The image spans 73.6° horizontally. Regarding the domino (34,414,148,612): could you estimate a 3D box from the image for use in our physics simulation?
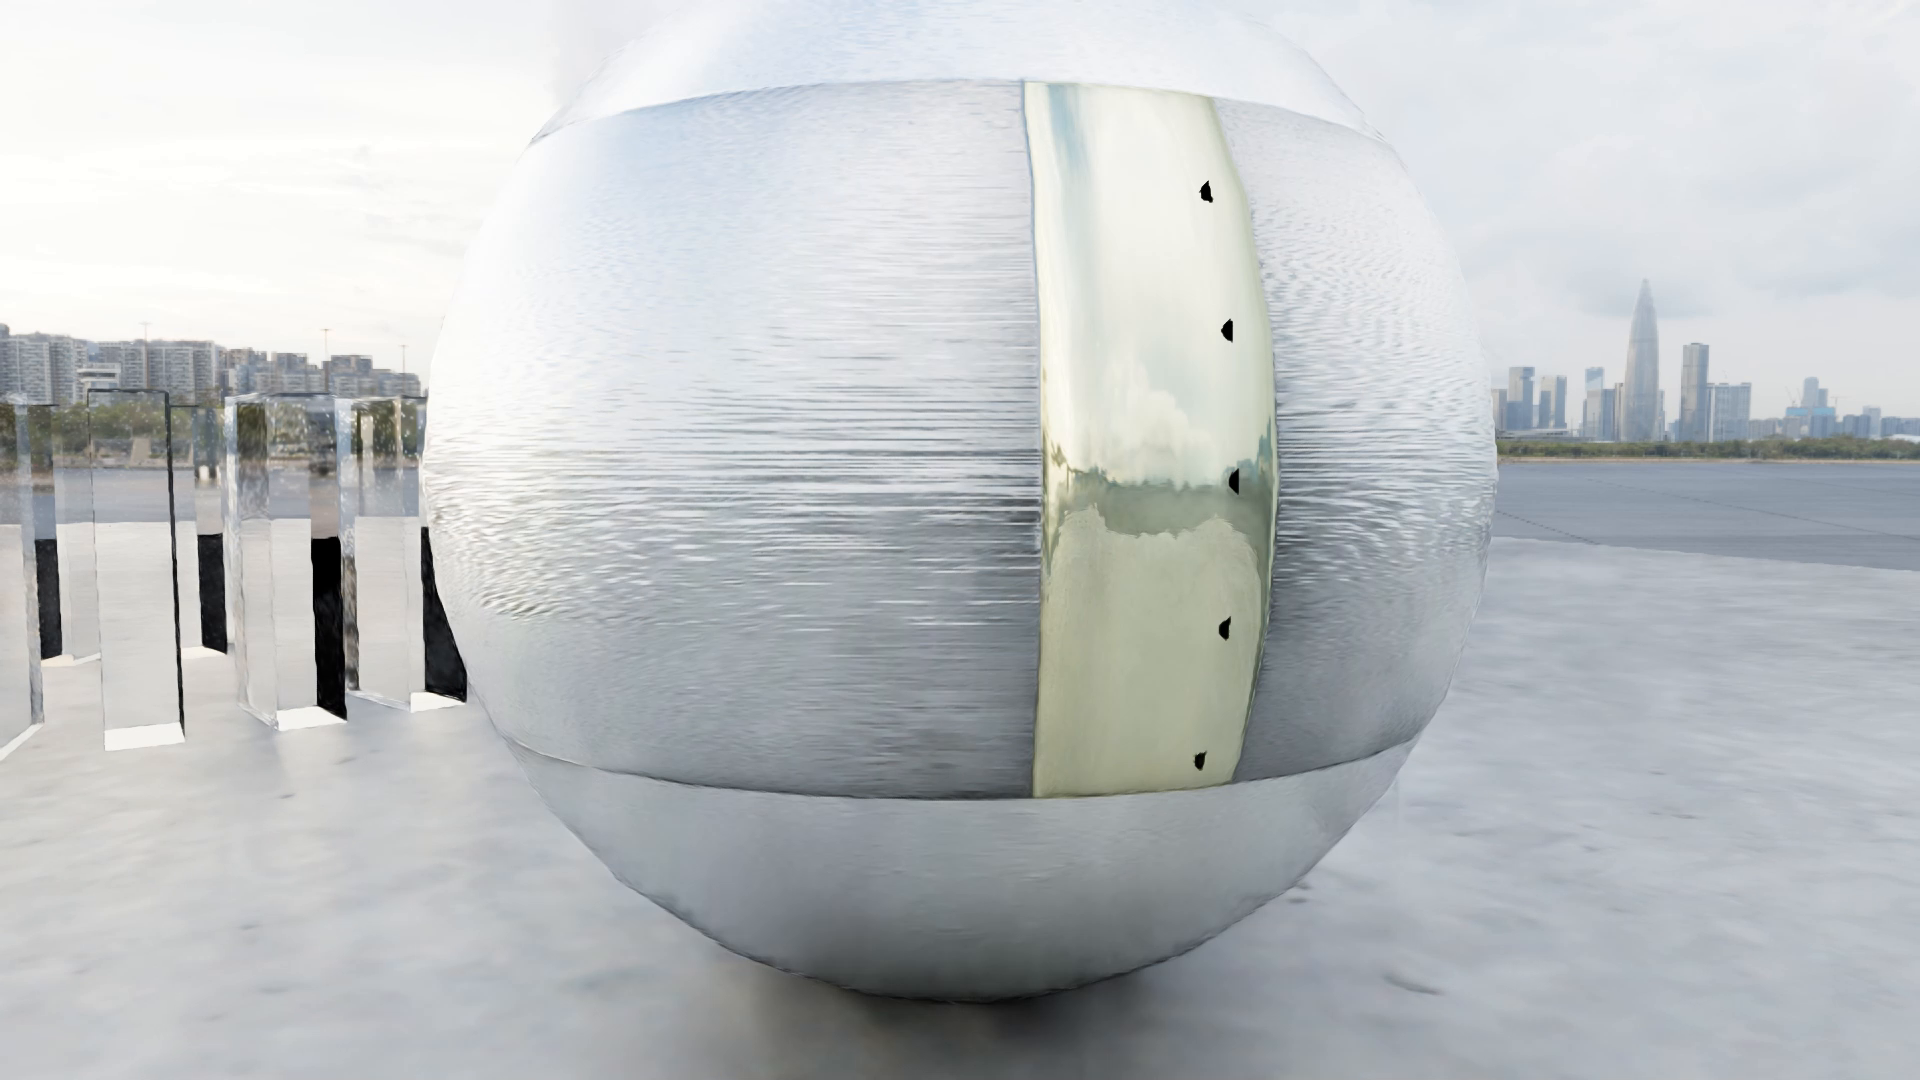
[{"bbox_3d":[-0.224,-0.007,0.331,0.025,0.050,0.009,2,5,21],"label":"domino"}]

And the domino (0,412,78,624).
[{"bbox_3d":[-0.229,-0.006,0.309,0.025,0.050,0.009,0,4,6],"label":"domino"}]

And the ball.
[{"bbox_3d":[0.000,-0.005,0.103,0.080,0.080,0.080,0,4,0],"label":"ball"}]

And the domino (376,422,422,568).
[{"bbox_3d":[-0.197,-0.016,0.452,0.009,0.050,0.025,-1,4,-15],"label":"domino"}]

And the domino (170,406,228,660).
[{"bbox_3d":[-0.160,-0.002,0.262,0.025,0.050,0.009,4,6,42],"label":"domino"}]

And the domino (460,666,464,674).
[{"bbox_3d":[-0.079,0.000,0.233,0.025,0.050,0.009,2,5,30],"label":"domino"}]

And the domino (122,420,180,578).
[{"bbox_3d":[-0.264,-0.014,0.418,0.009,0.050,0.025,-4,6,-43],"label":"domino"}]

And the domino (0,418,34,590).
[{"bbox_3d":[-0.290,-0.011,0.384,0.025,0.050,0.010,2,5,29],"label":"domino"}]

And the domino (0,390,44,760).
[{"bbox_3d":[-0.138,0.004,0.180,0.009,0.050,0.025,-2,5,-24],"label":"domino"}]

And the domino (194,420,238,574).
[{"bbox_3d":[-0.249,-0.015,0.430,0.009,0.050,0.025,-3,5,-32],"label":"domino"}]

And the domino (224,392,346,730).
[{"bbox_3d":[-0.106,0.002,0.201,0.009,0.050,0.025,-4,6,-41],"label":"domino"}]

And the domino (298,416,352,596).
[{"bbox_3d":[-0.182,-0.010,0.369,0.009,0.050,0.025,-2,5,-20],"label":"domino"}]

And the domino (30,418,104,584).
[{"bbox_3d":[-0.279,-0.013,0.401,0.025,0.050,0.009,3,5,36],"label":"domino"}]

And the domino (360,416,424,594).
[{"bbox_3d":[-0.165,-0.010,0.373,0.009,0.050,0.025,-1,4,-9],"label":"domino"}]

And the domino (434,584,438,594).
[{"bbox_3d":[-0.142,-0.010,0.373,0.009,0.050,0.025,1,4,11],"label":"domino"}]

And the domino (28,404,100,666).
[{"bbox_3d":[-0.176,-0.002,0.256,0.009,0.050,0.025,-1,4,-7],"label":"domino"}]

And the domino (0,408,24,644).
[{"bbox_3d":[-0.213,-0.003,0.269,0.025,0.050,0.009,-4,6,-42],"label":"domino"}]

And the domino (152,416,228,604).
[{"bbox_3d":[-0.211,-0.009,0.352,0.025,0.050,0.009,4,6,43],"label":"domino"}]

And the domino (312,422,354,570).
[{"bbox_3d":[-0.217,-0.016,0.445,0.009,0.050,0.025,-2,5,-21],"label":"domino"}]

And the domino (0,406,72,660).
[{"bbox_3d":[-0.194,-0.002,0.256,0.009,0.050,0.025,1,4,12],"label":"domino"}]

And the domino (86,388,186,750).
[{"bbox_3d":[-0.122,0.003,0.189,0.009,0.050,0.025,-3,5,-34],"label":"domino"}]

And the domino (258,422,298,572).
[{"bbox_3d":[-0.233,-0.015,0.438,0.009,0.050,0.025,-2,5,-26],"label":"domino"}]

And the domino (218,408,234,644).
[{"bbox_3d":[-0.152,-0.003,0.276,0.025,0.050,0.010,2,5,27],"label":"domino"}]

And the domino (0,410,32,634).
[{"bbox_3d":[-0.226,-0.004,0.288,0.025,0.050,0.009,-2,5,-23],"label":"domino"}]

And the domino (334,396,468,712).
[{"bbox_3d":[-0.093,0.002,0.214,0.025,0.050,0.009,4,6,42],"label":"domino"}]

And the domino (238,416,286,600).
[{"bbox_3d":[-0.197,-0.010,0.362,0.009,0.050,0.025,-2,5,-29],"label":"domino"}]
